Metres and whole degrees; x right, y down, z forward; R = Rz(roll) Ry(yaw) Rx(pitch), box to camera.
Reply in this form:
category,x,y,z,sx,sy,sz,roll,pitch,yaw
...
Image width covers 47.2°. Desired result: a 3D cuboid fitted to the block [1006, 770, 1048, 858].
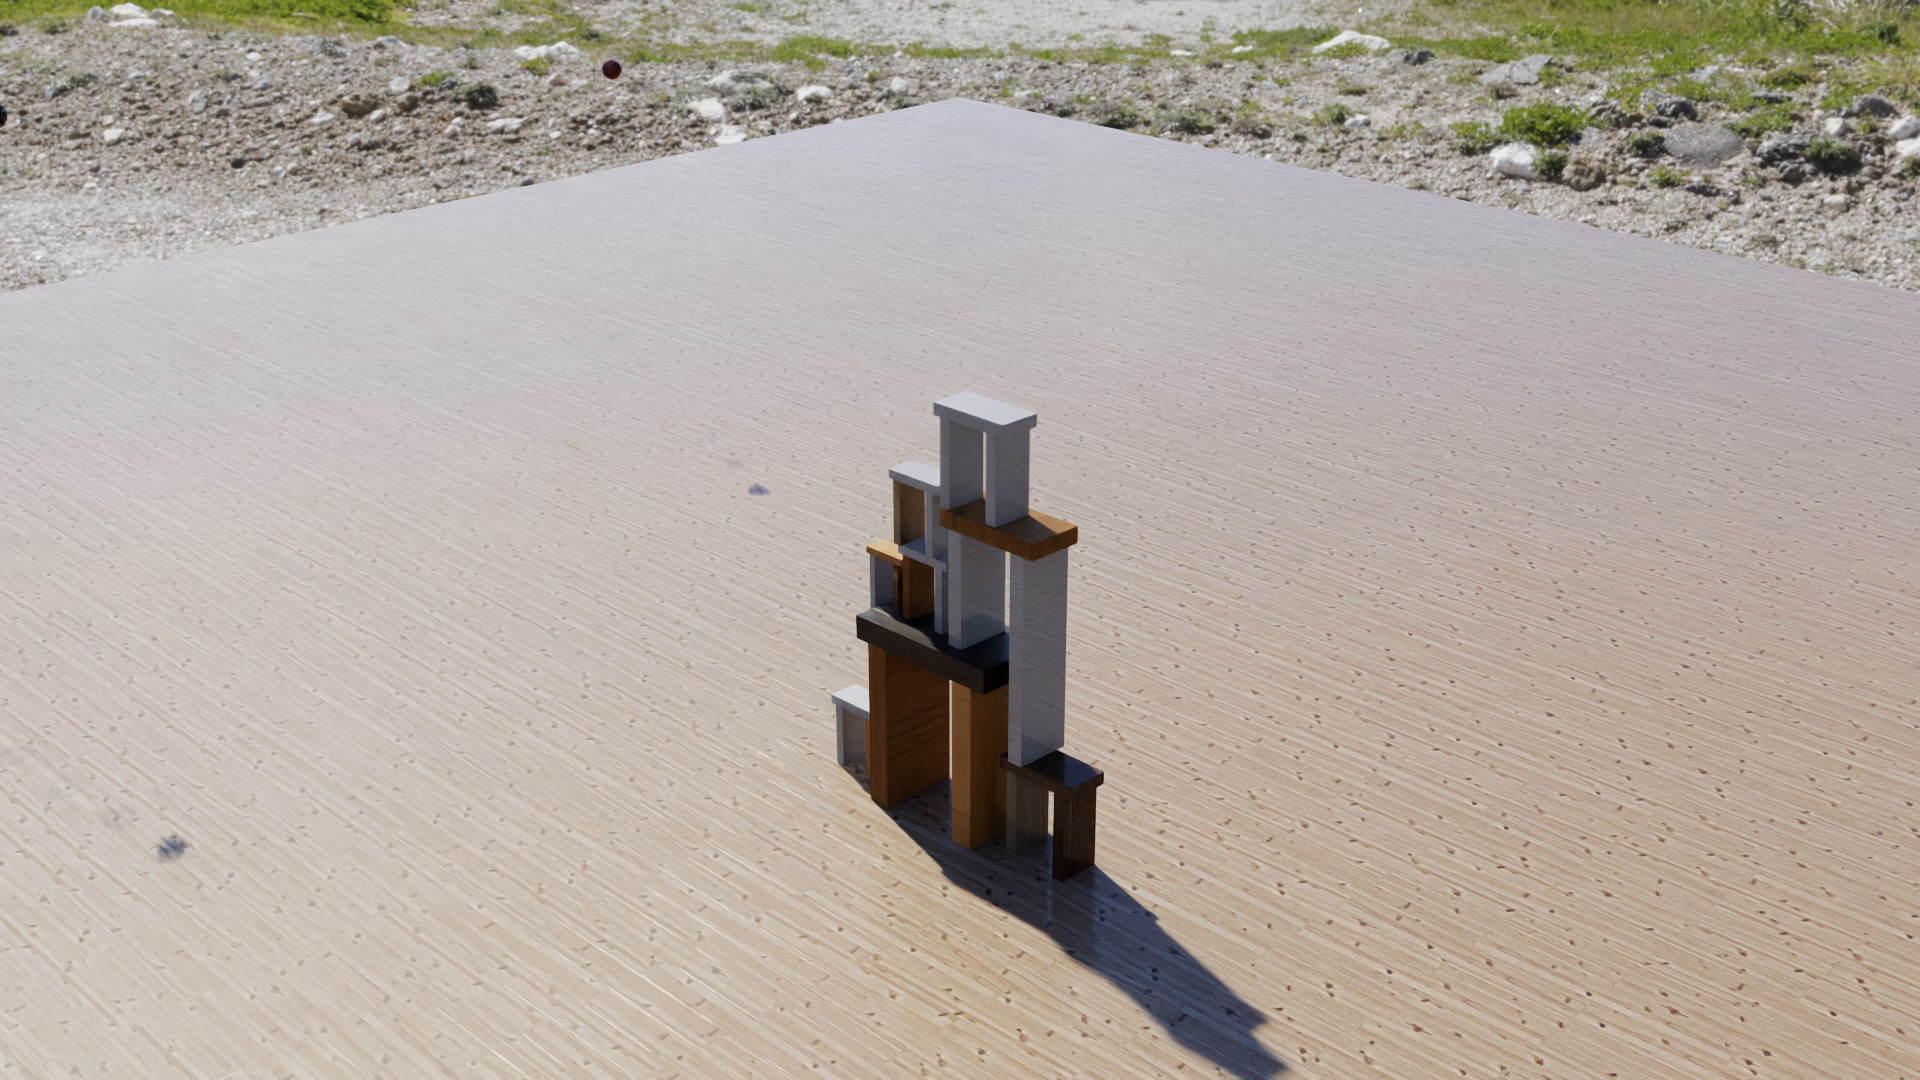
category,x,y,z,sx,sy,sz,roll,pitch,yaw
block,0.132,0.520,4.298,0.026,0.185,0.093,21,31,41

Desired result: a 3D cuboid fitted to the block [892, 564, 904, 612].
category,x,y,z,sx,sy,sz,roll,pitch,yaw
block,-0.111,0.088,4.389,0.014,0.101,0.050,21,31,41

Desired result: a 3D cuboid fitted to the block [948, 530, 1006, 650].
category,x,y,z,sx,sy,sz,roll,pitch,yaw
block,0.033,0.078,4.228,0.122,0.243,0.034,-21,31,-41

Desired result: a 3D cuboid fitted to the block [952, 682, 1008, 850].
category,x,y,z,sx,sy,sz,roll,pitch,yaw
block,0.065,0.416,4.327,0.050,0.355,0.177,21,31,41

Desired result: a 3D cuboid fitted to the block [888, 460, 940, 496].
category,x,y,z,sx,sy,sz,roll,pitch,yaw
block,-0.067,-0.120,4.243,0.134,0.019,0.067,21,31,41

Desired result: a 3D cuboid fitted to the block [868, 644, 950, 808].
category,x,y,z,sx,sy,sz,roll,pitch,yaw
block,-0.102,0.351,4.481,0.050,0.355,0.177,21,31,41

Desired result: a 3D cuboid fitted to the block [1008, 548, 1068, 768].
category,x,y,z,sx,sy,sz,roll,pitch,yaw
block,0.147,0.212,4.161,0.034,0.436,0.121,21,31,41

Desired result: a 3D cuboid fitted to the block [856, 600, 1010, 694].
category,x,y,z,sx,sy,sz,roll,pitch,yaw
block,-0.019,0.197,4.325,0.355,0.050,0.177,21,31,41

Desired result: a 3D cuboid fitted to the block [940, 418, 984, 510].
category,x,y,z,sx,sy,sz,roll,pitch,yaw
block,0.004,-0.155,4.148,0.090,0.180,0.025,-21,31,-41

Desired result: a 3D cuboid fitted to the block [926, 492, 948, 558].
category,x,y,z,sx,sy,sz,roll,pitch,yaw
block,-0.036,-0.037,4.243,0.019,0.134,0.067,21,31,41

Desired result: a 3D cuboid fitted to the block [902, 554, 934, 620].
category,x,y,z,sx,sy,sz,roll,pitch,yaw
block,-0.082,0.085,4.351,0.068,0.136,0.019,-21,31,-41

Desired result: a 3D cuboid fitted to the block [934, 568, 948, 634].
category,x,y,z,sx,sy,sz,roll,pitch,yaw
block,-0.018,0.110,4.292,0.068,0.136,0.019,-21,31,-41

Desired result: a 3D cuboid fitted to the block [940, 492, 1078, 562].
category,x,y,z,sx,sy,sz,roll,pitch,yaw
block,0.090,-0.027,4.121,0.121,0.034,0.243,-21,31,-41

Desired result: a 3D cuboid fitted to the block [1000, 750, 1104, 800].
category,x,y,z,sx,sy,sz,roll,pitch,yaw
block,0.176,0.440,4.216,0.093,0.026,0.185,-21,31,-41

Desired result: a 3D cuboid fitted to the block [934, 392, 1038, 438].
category,x,y,z,sx,sy,sz,roll,pitch,yaw
block,0.046,-0.233,4.069,0.090,0.026,0.180,-21,31,-40

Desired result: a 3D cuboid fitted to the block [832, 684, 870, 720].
category,x,y,z,sx,sy,sz,roll,pitch,yaw
block,-0.196,0.341,4.579,0.138,0.020,0.069,21,31,41

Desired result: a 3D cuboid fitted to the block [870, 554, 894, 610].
category,x,y,z,sx,sy,sz,roll,pitch,yaw
block,-0.158,0.183,4.481,0.014,0.348,0.050,21,31,41

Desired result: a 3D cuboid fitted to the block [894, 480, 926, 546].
category,x,y,z,sx,sy,sz,roll,pitch,yaw
block,-0.099,-0.062,4.301,0.019,0.134,0.067,21,31,41

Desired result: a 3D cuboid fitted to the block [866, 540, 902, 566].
category,x,y,z,sx,sy,sz,roll,pitch,yaw
block,-0.134,0.025,4.388,0.050,0.014,0.101,-21,31,-41

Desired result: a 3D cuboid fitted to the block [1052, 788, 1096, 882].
category,x,y,z,sx,sy,sz,roll,pitch,yaw
block,0.220,0.554,4.217,0.026,0.185,0.093,21,31,41

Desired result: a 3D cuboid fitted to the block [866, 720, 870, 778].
category,x,y,z,sx,sy,sz,roll,pitch,yaw
block,-0.163,0.426,4.580,0.020,0.138,0.069,21,31,41

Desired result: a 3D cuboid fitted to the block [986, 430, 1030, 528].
category,x,y,z,sx,sy,sz,roll,pitch,yaw
block,0.088,-0.121,4.070,0.090,0.180,0.026,-21,31,-41

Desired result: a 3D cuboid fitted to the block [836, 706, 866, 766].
category,x,y,z,sx,sy,sz,roll,pitch,yaw
block,-0.228,0.401,4.640,0.020,0.138,0.069,21,31,41

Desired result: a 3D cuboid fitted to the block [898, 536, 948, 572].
category,x,y,z,sx,sy,sz,roll,pitch,yaw
block,-0.050,0.026,4.291,0.136,0.019,0.068,21,31,41
